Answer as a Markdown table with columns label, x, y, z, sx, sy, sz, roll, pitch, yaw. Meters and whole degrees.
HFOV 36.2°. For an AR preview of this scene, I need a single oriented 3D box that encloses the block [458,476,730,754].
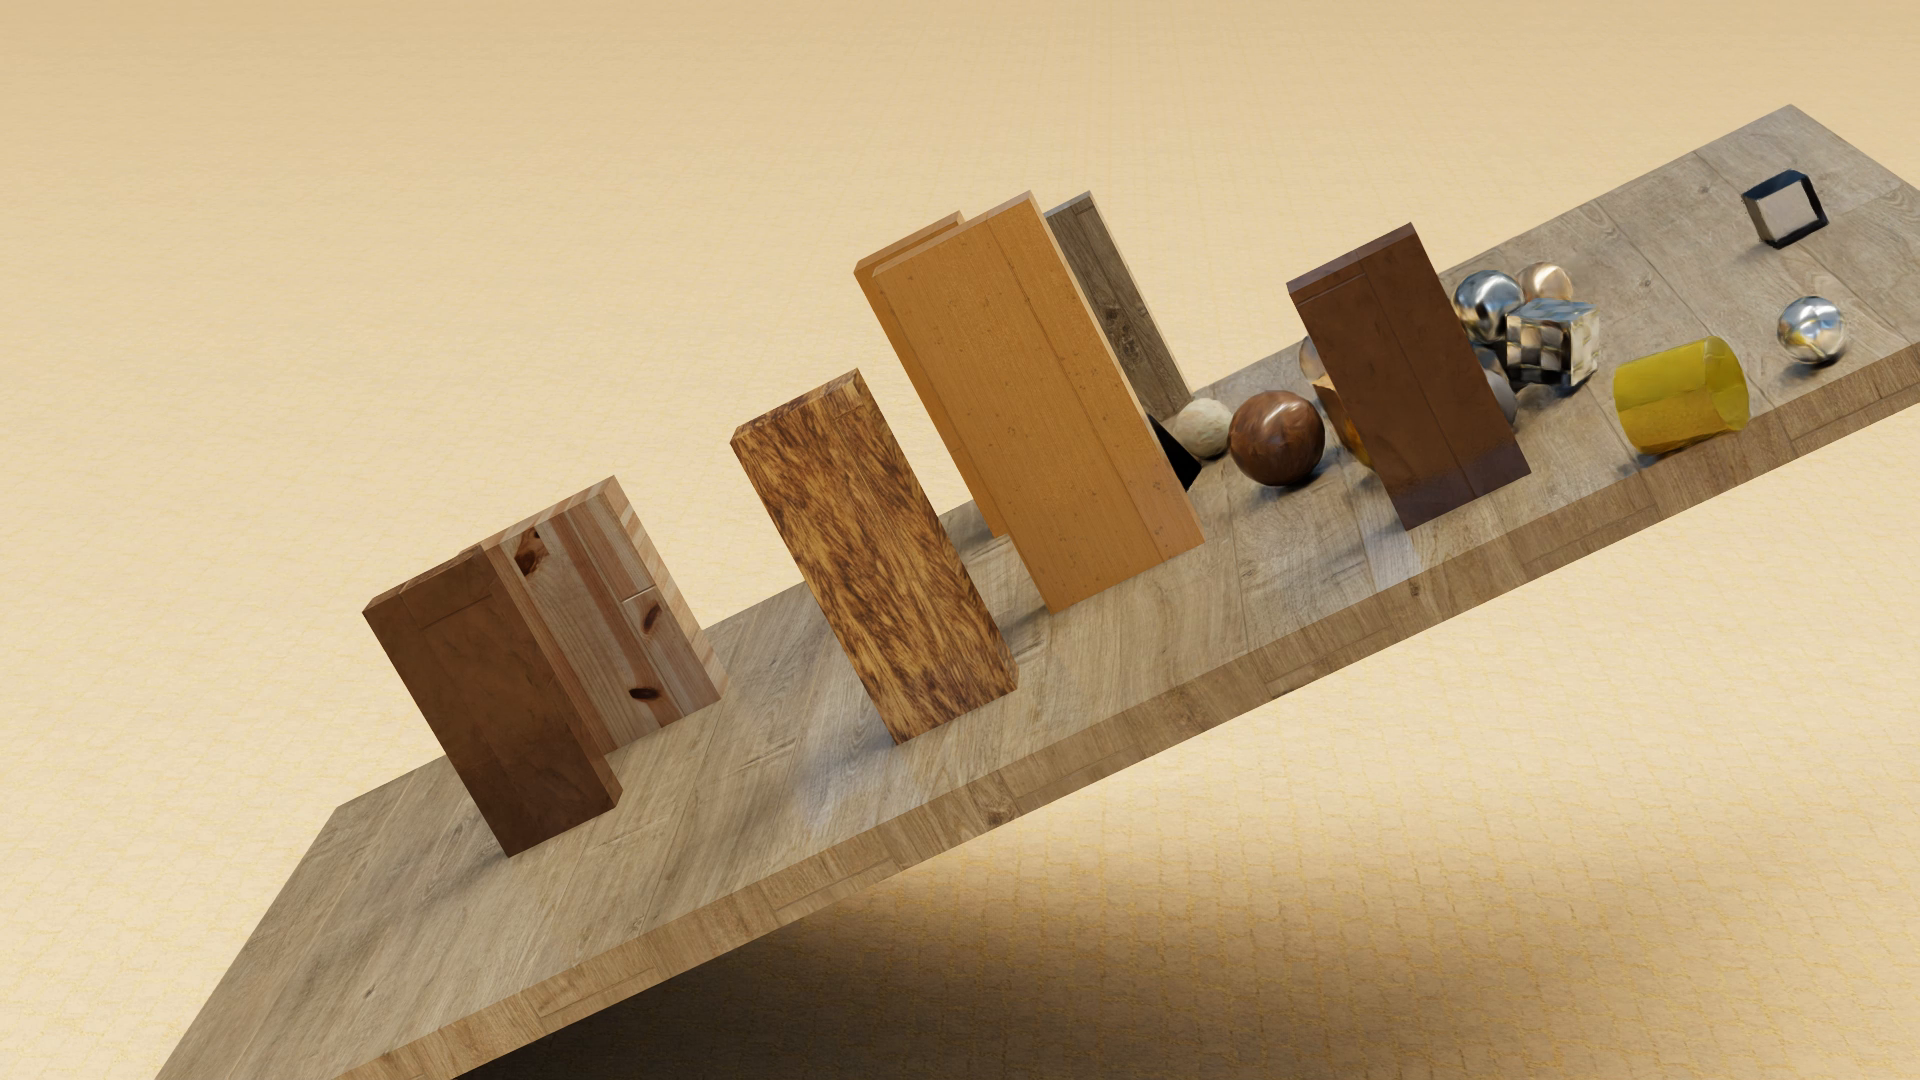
| label | x | y | z | sx | sy | sz | roll | pitch | yaw |
| --- | --- | --- | --- | --- | --- | --- | --- | --- | --- |
| block | -0.847 | 0.194 | 6.730 | 0.410 | 0.549 | 0.142 | -26 | 14 | 10 |

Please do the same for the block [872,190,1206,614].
| label | x | y | z | sx | sy | sz | roll | pitch | yaw |
| --- | --- | --- | --- | --- | --- | --- | --- | --- | --- |
| block | 0.164 | -0.273 | 5.950 | 0.350 | 0.789 | 0.102 | -26 | 14 | 10 |

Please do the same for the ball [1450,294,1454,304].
| label | x | y | z | sx | sy | sz | roll | pitch | yaw |
| --- | --- | --- | --- | --- | --- | --- | --- | --- | --- |
| ball | 1.098 | -0.473 | 6.207 | 0.150 | 0.150 | 0.150 | 0 | 17 | 0 |

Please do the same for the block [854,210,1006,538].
| label | x | y | z | sx | sy | sz | roll | pitch | yaw |
| --- | --- | --- | --- | --- | --- | --- | --- | --- | --- |
| block | 0.040 | -0.378 | 6.758 | 0.264 | 0.701 | 0.133 | -26 | 14 | 10 |

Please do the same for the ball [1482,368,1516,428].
| label | x | y | z | sx | sy | sz | roll | pitch | yaw |
| --- | --- | --- | --- | --- | --- | --- | --- | --- | --- |
| ball | 0.987 | -0.252 | 5.621 | 0.152 | 0.152 | 0.152 | 0 | 17 | 0 |

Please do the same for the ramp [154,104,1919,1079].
| label | x | y | z | sx | sy | sz | roll | pitch | yaw |
| --- | --- | --- | --- | --- | --- | --- | --- | --- | --- |
| ramp | 0.140 | 0.167 | 6.281 | 4.000 | 0.100 | 2.000 | -26 | 14 | 10 |

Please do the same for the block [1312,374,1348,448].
| label | x | y | z | sx | sy | sz | roll | pitch | yaw |
| --- | --- | --- | --- | --- | --- | --- | --- | --- | --- |
| block | 0.841 | -0.285 | 6.025 | 0.151 | 0.151 | 0.151 | -30 | 14 | -6 |

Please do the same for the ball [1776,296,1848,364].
| label | x | y | z | sx | sy | sz | roll | pitch | yaw |
| --- | --- | --- | --- | --- | --- | --- | --- | --- | --- |
| ball | 1.486 | -0.366 | 5.133 | 0.119 | 0.119 | 0.119 | 0 | 17 | 0 |

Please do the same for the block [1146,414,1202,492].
| label | x | y | z | sx | sy | sz | roll | pitch | yaw |
| --- | --- | --- | --- | --- | --- | --- | --- | --- | --- |
| block | 0.369 | -0.136 | 6.228 | 0.168 | 0.168 | 0.168 | -15 | 36 | 56 |

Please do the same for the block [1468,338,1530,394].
| label | x | y | z | sx | sy | sz | roll | pitch | yaw |
| --- | --- | --- | --- | --- | --- | --- | --- | --- | --- |
| block | 1.041 | -0.338 | 5.889 | 0.122 | 0.122 | 0.122 | -35 | 15 | -25 |

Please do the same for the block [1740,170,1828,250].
| label | x | y | z | sx | sy | sz | roll | pitch | yaw |
| --- | --- | --- | --- | --- | --- | --- | --- | --- | --- |
| block | 1.655 | -0.664 | 5.904 | 0.110 | 0.110 | 0.110 | -27 | 14 | 4 |

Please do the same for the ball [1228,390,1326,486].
| label | x | y | z | sx | sy | sz | roll | pitch | yaw |
| --- | --- | --- | --- | --- | --- | --- | --- | --- | --- |
| ball | 0.648 | -0.209 | 6.023 | 0.199 | 0.199 | 0.199 | 0 | 17 | 0 |

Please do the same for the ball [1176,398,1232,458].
| label | x | y | z | sx | sy | sz | roll | pitch | yaw |
| --- | --- | --- | --- | --- | --- | --- | --- | --- | --- |
| ball | 0.543 | -0.247 | 6.507 | 0.132 | 0.132 | 0.132 | 0 | 17 | 0 |

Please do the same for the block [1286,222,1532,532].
| label | x | y | z | sx | sy | sz | roll | pitch | yaw |
| --- | --- | --- | --- | --- | --- | --- | --- | --- | --- |
| block | 0.820 | -0.297 | 5.375 | 0.251 | 0.498 | 0.099 | -26 | 14 | 10 |

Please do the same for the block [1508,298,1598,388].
| label | x | y | z | sx | sy | sz | roll | pitch | yaw |
| --- | --- | --- | --- | --- | --- | --- | --- | --- | --- |
| block | 1.150 | -0.384 | 5.704 | 0.130 | 0.130 | 0.130 | 10 | 26 | 33 |

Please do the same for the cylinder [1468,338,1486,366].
| label | x | y | z | sx | sy | sz | roll | pitch | yaw |
| --- | --- | --- | --- | --- | --- | --- | --- | --- | --- |
| cylinder | 0.968 | -0.397 | 6.114 | 0.184 | 0.184 | 0.184 | -5 | 7 | -16 |

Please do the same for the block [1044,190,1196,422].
| label | x | y | z | sx | sy | sz | roll | pitch | yaw |
| --- | --- | --- | --- | --- | --- | --- | --- | --- | --- |
| block | 0.277 | -0.500 | 7.025 | 0.357 | 0.564 | 0.086 | -26 | 14 | 10 |

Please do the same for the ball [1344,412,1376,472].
| label | x | y | z | sx | sy | sz | roll | pitch | yaw |
| --- | --- | --- | --- | --- | --- | --- | --- | --- | --- |
| ball | 0.839 | -0.219 | 5.732 | 0.179 | 0.179 | 0.179 | 0 | 17 | 0 |

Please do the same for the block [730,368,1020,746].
| label | x | y | z | sx | sy | sz | roll | pitch | yaw |
| --- | --- | --- | --- | --- | --- | --- | --- | --- | --- |
| block | -0.160 | 0.035 | 5.687 | 0.264 | 0.683 | 0.119 | -26 | 14 | 10 |

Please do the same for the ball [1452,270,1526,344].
| label | x | y | z | sx | sy | sz | roll | pitch | yaw |
| --- | --- | --- | --- | --- | --- | --- | --- | --- | --- |
| ball | 1.034 | -0.456 | 5.759 | 0.144 | 0.144 | 0.144 | 0 | 17 | 0 |

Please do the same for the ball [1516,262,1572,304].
| label | x | y | z | sx | sy | sz | roll | pitch | yaw |
| --- | --- | --- | --- | --- | --- | --- | --- | --- | --- |
| ball | 1.224 | -0.522 | 6.183 | 0.124 | 0.124 | 0.124 | 0 | 17 | 0 |

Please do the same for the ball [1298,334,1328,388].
| label | x | y | z | sx | sy | sz | roll | pitch | yaw |
| --- | --- | --- | --- | --- | --- | --- | --- | --- | --- |
| ball | 0.826 | -0.400 | 6.438 | 0.167 | 0.167 | 0.167 | 0 | 17 | 0 |

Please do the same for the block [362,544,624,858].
| label | x | y | z | sx | sy | sz | roll | pitch | yaw |
| --- | --- | --- | --- | --- | --- | --- | --- | --- | --- |
| block | -0.998 | 0.348 | 6.303 | 0.269 | 0.625 | 0.099 | -26 | 14 | 10 |

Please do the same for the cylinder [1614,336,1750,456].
| label | x | y | z | sx | sy | sz | roll | pitch | yaw |
| --- | --- | --- | --- | --- | --- | --- | --- | --- | --- |
| cylinder | 1.243 | -0.248 | 5.069 | 0.169 | 0.169 | 0.169 | -18 | 4 | 37 |
